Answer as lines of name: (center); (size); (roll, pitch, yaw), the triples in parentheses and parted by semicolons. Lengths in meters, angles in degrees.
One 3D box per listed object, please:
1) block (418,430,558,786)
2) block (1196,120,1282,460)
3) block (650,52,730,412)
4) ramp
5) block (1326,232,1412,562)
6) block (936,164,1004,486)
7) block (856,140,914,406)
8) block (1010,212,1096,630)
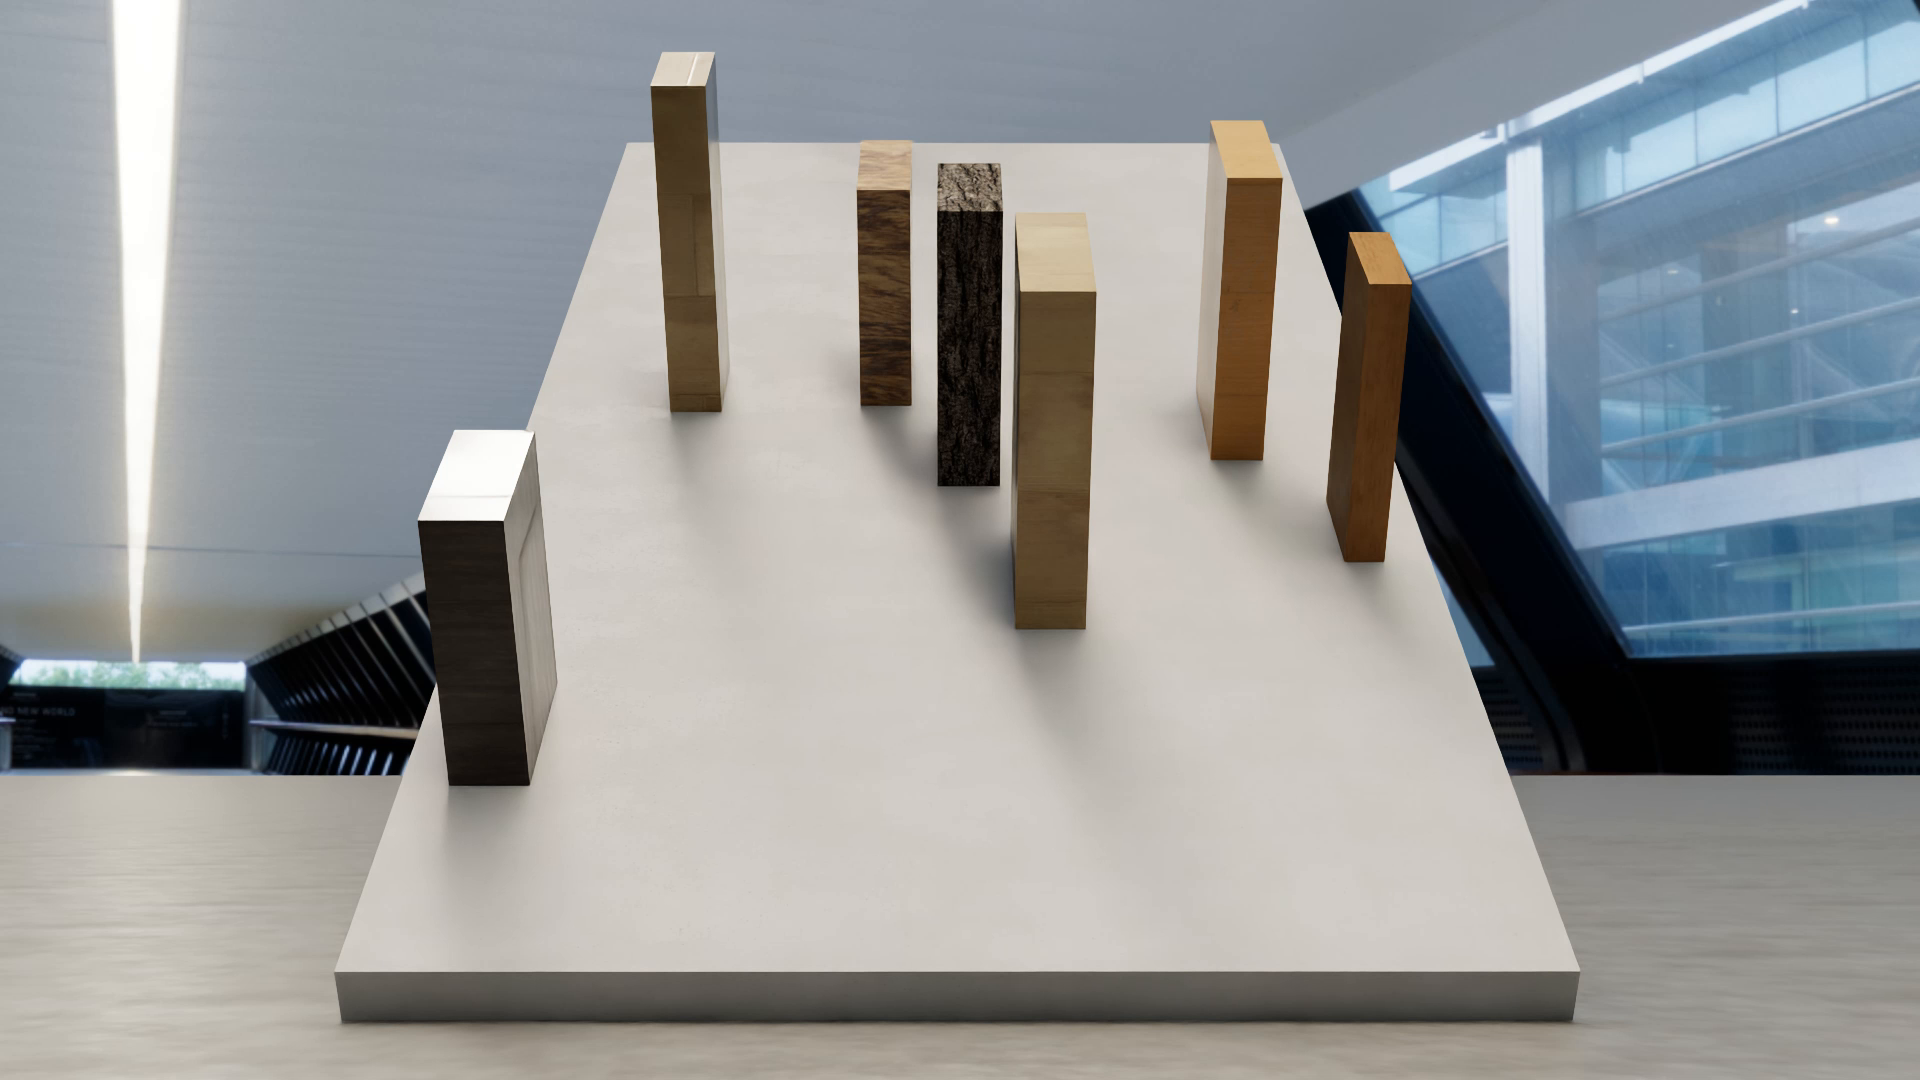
block: (-0.845, 0.121, 4.321); (0.145, 0.540, 0.347); (0, 29, 0)
block: (0.630, -0.569, 5.456); (0.119, 0.676, 0.377); (0, 29, 0)
block: (-0.625, -0.713, 5.586); (0.121, 0.797, 0.249); (0, 29, 0)
ramp: (-0.012, -0.220, 5.622); (2.000, 0.100, 4.000); (0, 29, 0)
block: (0.851, -0.297, 5.007); (0.084, 0.629, 0.280); (0, 29, 0)
block: (0.020, -0.476, 5.309); (0.139, 0.649, 0.296); (0, 29, 0)
block: (-0.176, -0.640, 5.722); (0.122, 0.542, 0.342); (0, 29, 0)
block: (0.181, -0.239, 4.793); (0.141, 0.728, 0.409); (0, 29, 0)
